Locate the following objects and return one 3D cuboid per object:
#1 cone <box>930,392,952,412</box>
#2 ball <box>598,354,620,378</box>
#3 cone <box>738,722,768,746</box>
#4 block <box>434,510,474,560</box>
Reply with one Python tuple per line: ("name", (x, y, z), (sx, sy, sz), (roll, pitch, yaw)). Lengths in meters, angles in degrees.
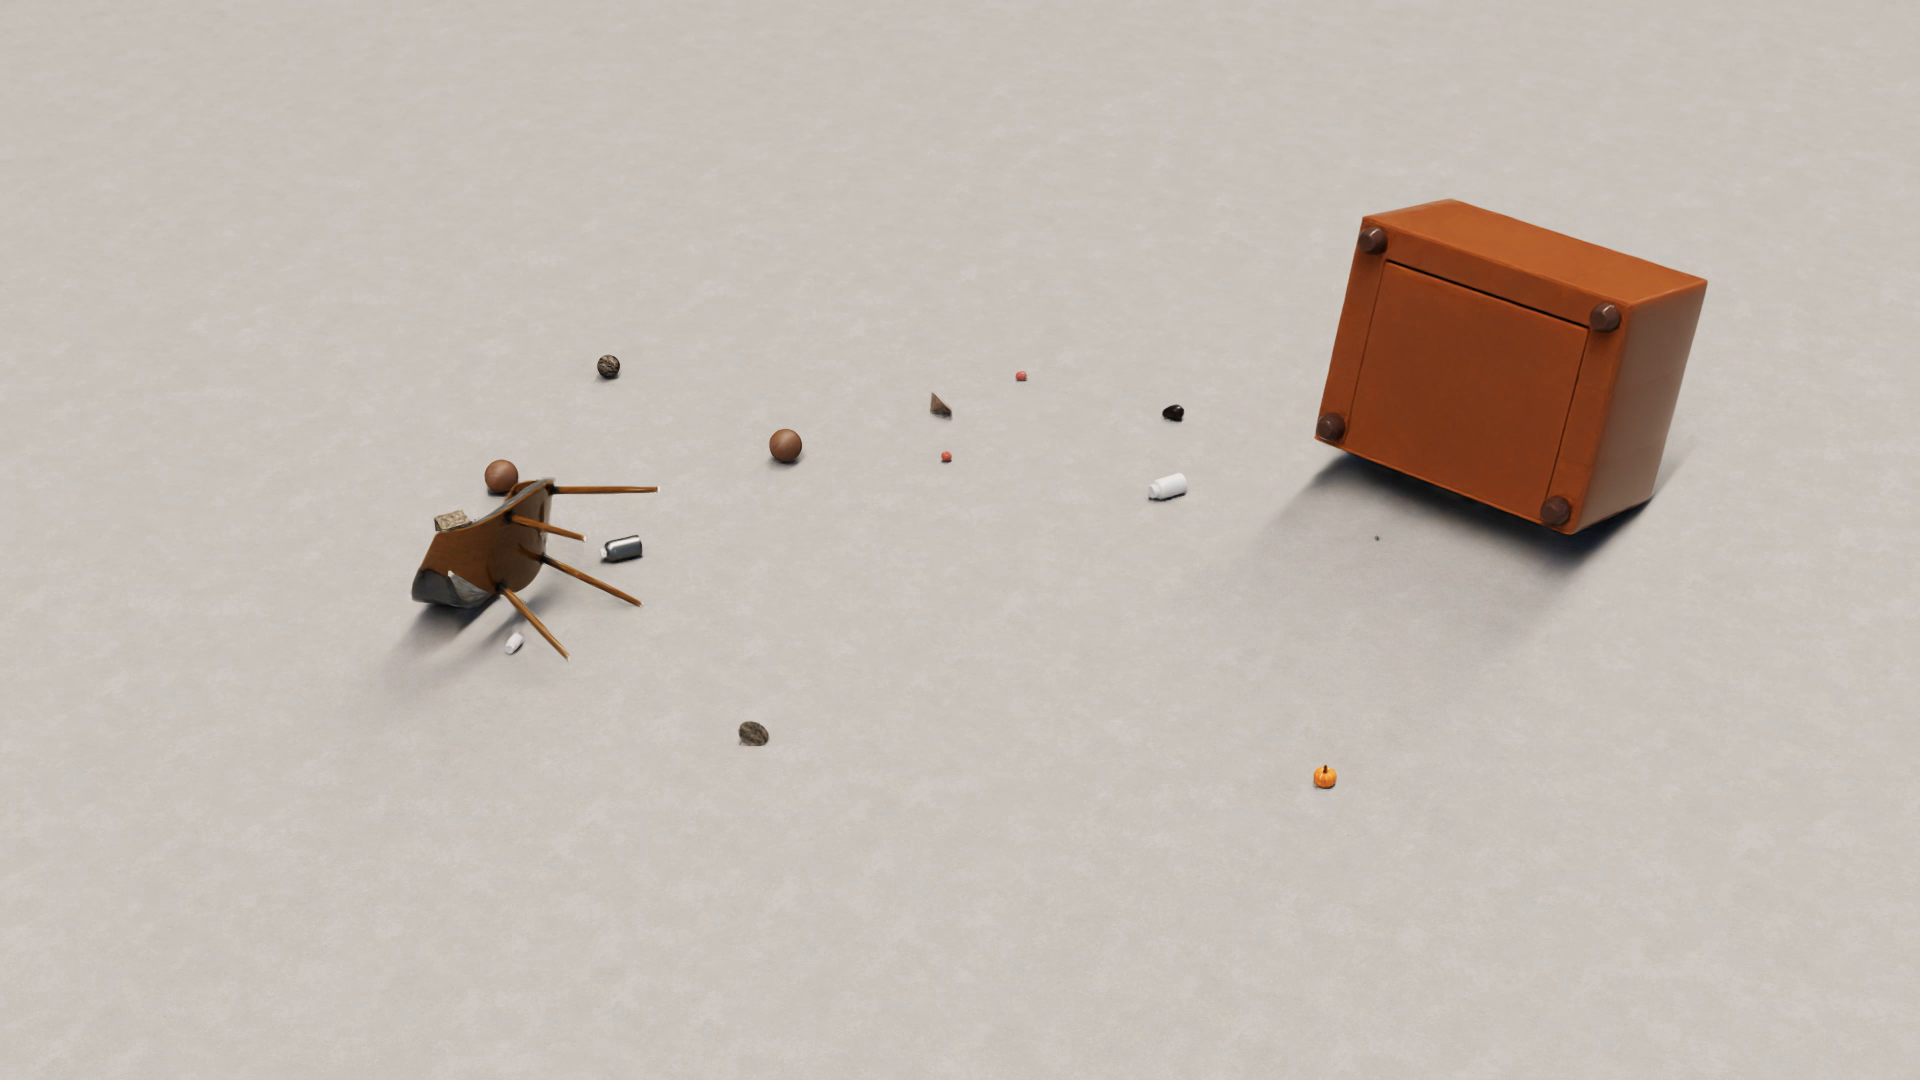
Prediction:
("cone", (-0.096, -0.530, 11.715), (0.064, 0.089, 0.158), (-43, 40, 0))
("ball", (-1.431, -0.708, 11.934), (0.093, 0.093, 0.093), (0, 33, 0))
("cone", (-0.695, 0.642, 9.933), (0.106, 0.082, 0.111), (26, 11, -4))
("block", (-1.873, -0.020, 10.855), (0.109, 0.132, 0.099), (-16, 37, -23))
